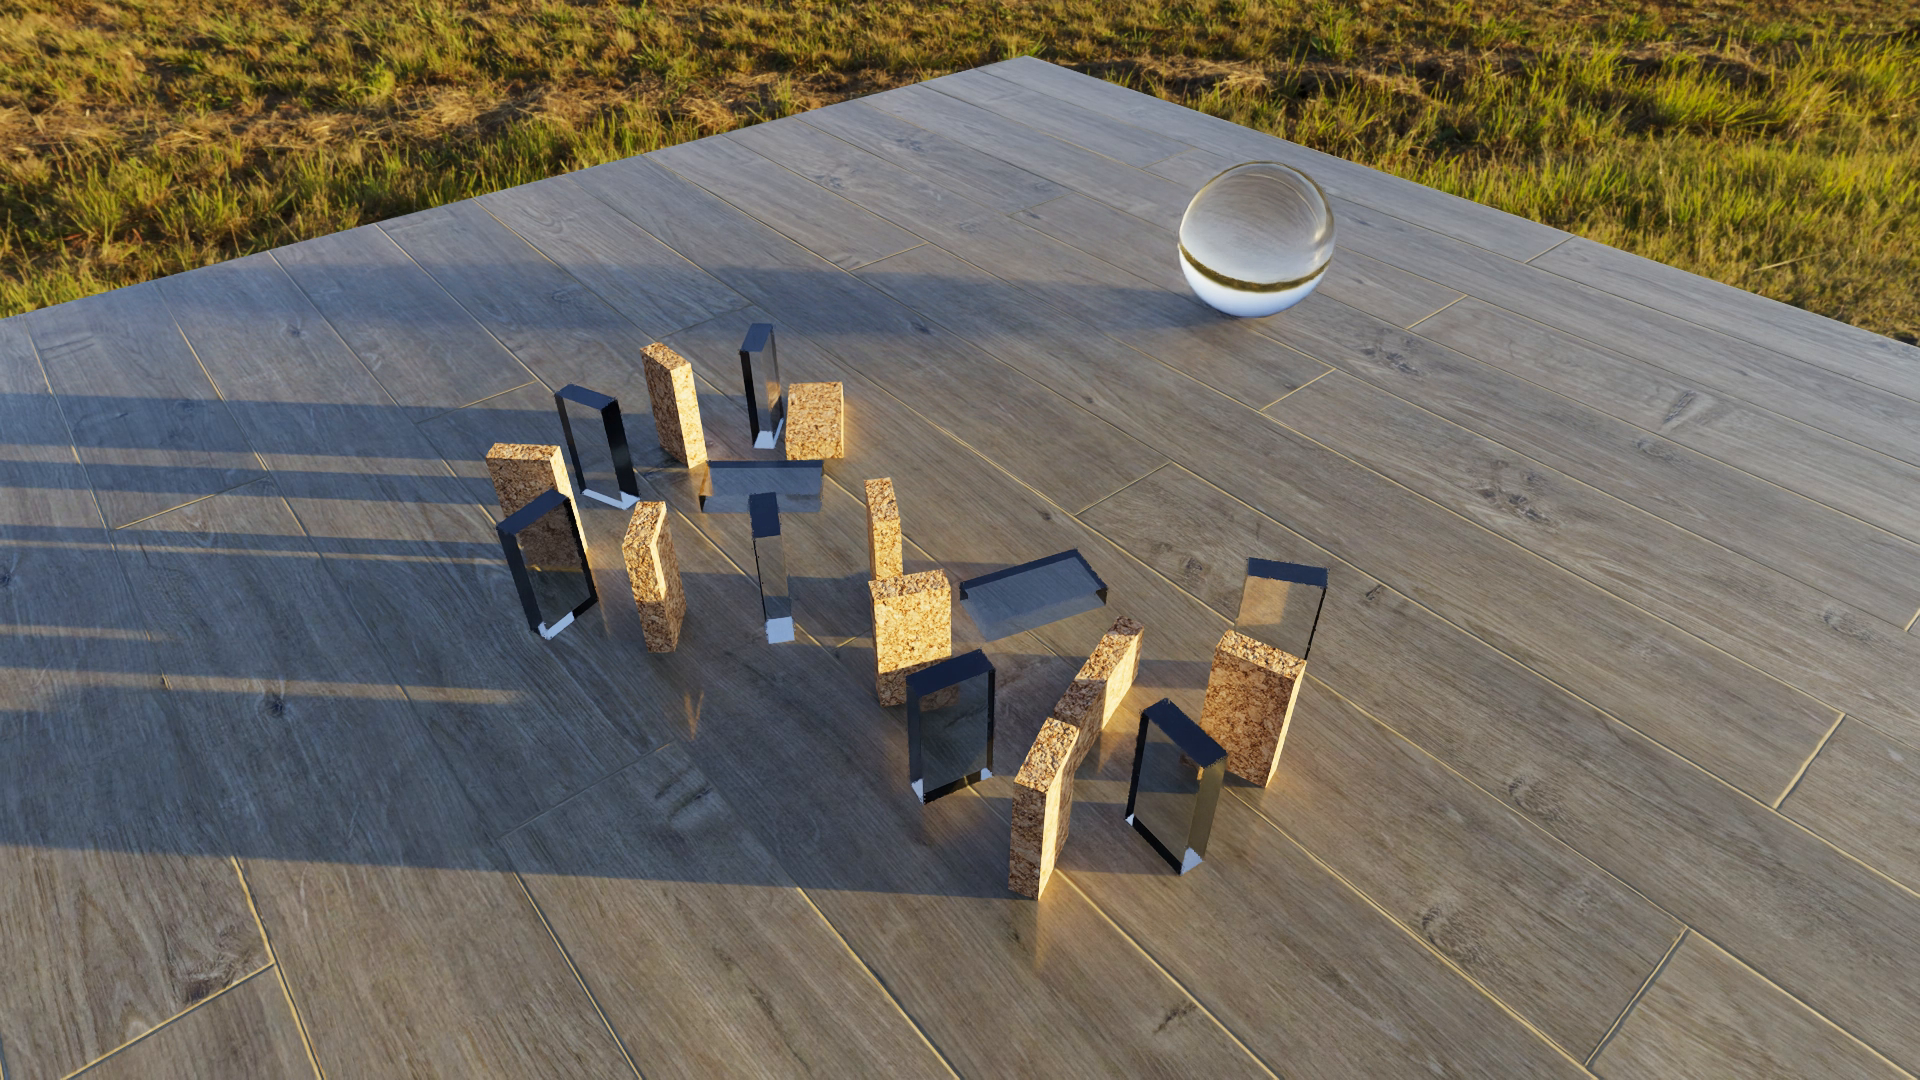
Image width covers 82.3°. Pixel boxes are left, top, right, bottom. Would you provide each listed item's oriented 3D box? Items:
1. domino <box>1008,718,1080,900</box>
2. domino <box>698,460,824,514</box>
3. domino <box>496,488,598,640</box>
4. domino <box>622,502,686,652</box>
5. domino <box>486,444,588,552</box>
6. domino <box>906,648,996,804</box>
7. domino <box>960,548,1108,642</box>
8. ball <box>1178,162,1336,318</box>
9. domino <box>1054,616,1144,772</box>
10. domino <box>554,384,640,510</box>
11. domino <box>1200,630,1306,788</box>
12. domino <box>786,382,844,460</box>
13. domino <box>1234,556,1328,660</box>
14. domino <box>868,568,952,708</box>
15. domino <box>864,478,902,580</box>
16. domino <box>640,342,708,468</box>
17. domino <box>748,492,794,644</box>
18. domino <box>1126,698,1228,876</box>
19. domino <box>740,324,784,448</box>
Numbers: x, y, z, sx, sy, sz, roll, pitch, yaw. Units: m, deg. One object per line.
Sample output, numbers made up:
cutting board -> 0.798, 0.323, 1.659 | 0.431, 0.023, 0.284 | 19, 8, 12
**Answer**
domino -> 0.024, 0.078, 0.316 | 0.009, 0.050, 0.025 | 16, 42, 19
domino -> -0.084, -0.023, 0.472 | 0.050, 0.010, 0.025 | 0, 39, -1
domino -> -0.149, 0.009, 0.400 | 0.010, 0.050, 0.025 | 21, 44, 23
domino -> -0.109, 0.014, 0.395 | 0.010, 0.050, 0.025 | 0, 39, -1
domino -> -0.164, -0.014, 0.428 | 0.025, 0.050, 0.009 | 3, 39, 3
domino -> -0.003, 0.058, 0.340 | 0.025, 0.050, 0.010 | -18, 43, -21
domino -> 0.028, 0.021, 0.418 | 0.050, 0.010, 0.025 | -16, 42, -18
ball -> 0.156, -0.158, 0.580 | 0.080, 0.080, 0.080 | 0, 39, 0
domino -> 0.046, 0.051, 0.369 | 0.009, 0.025, 0.050 | 21, 44, 23
domino -> -0.151, -0.038, 0.458 | 0.025, 0.050, 0.009 | 19, 43, 22
domino -> 0.090, 0.054, 0.346 | 0.025, 0.050, 0.009 | 23, 44, 25
domino -> -0.067, -0.056, 0.512 | 0.025, 0.010, 0.050 | -3, 39, -4
domino -> 0.107, 0.030, 0.375 | 0.025, 0.050, 0.009 | 9, 40, 11
domino -> -0.016, 0.034, 0.370 | 0.025, 0.050, 0.009 | -9, 40, -11
domino -> -0.028, 0.005, 0.405 | 0.009, 0.050, 0.025 | -7, 40, -8
domino -> -0.126, -0.059, 0.483 | 0.009, 0.050, 0.025 | -30, 48, -32
domino -> -0.068, 0.010, 0.399 | 0.009, 0.050, 0.025 | -7, 40, -9
domino -> 0.063, 0.073, 0.323 | 0.009, 0.050, 0.025 | -23, 45, -26
domino -> -0.089, -0.069, 0.496 | 0.010, 0.050, 0.025 | 2, 39, 3
